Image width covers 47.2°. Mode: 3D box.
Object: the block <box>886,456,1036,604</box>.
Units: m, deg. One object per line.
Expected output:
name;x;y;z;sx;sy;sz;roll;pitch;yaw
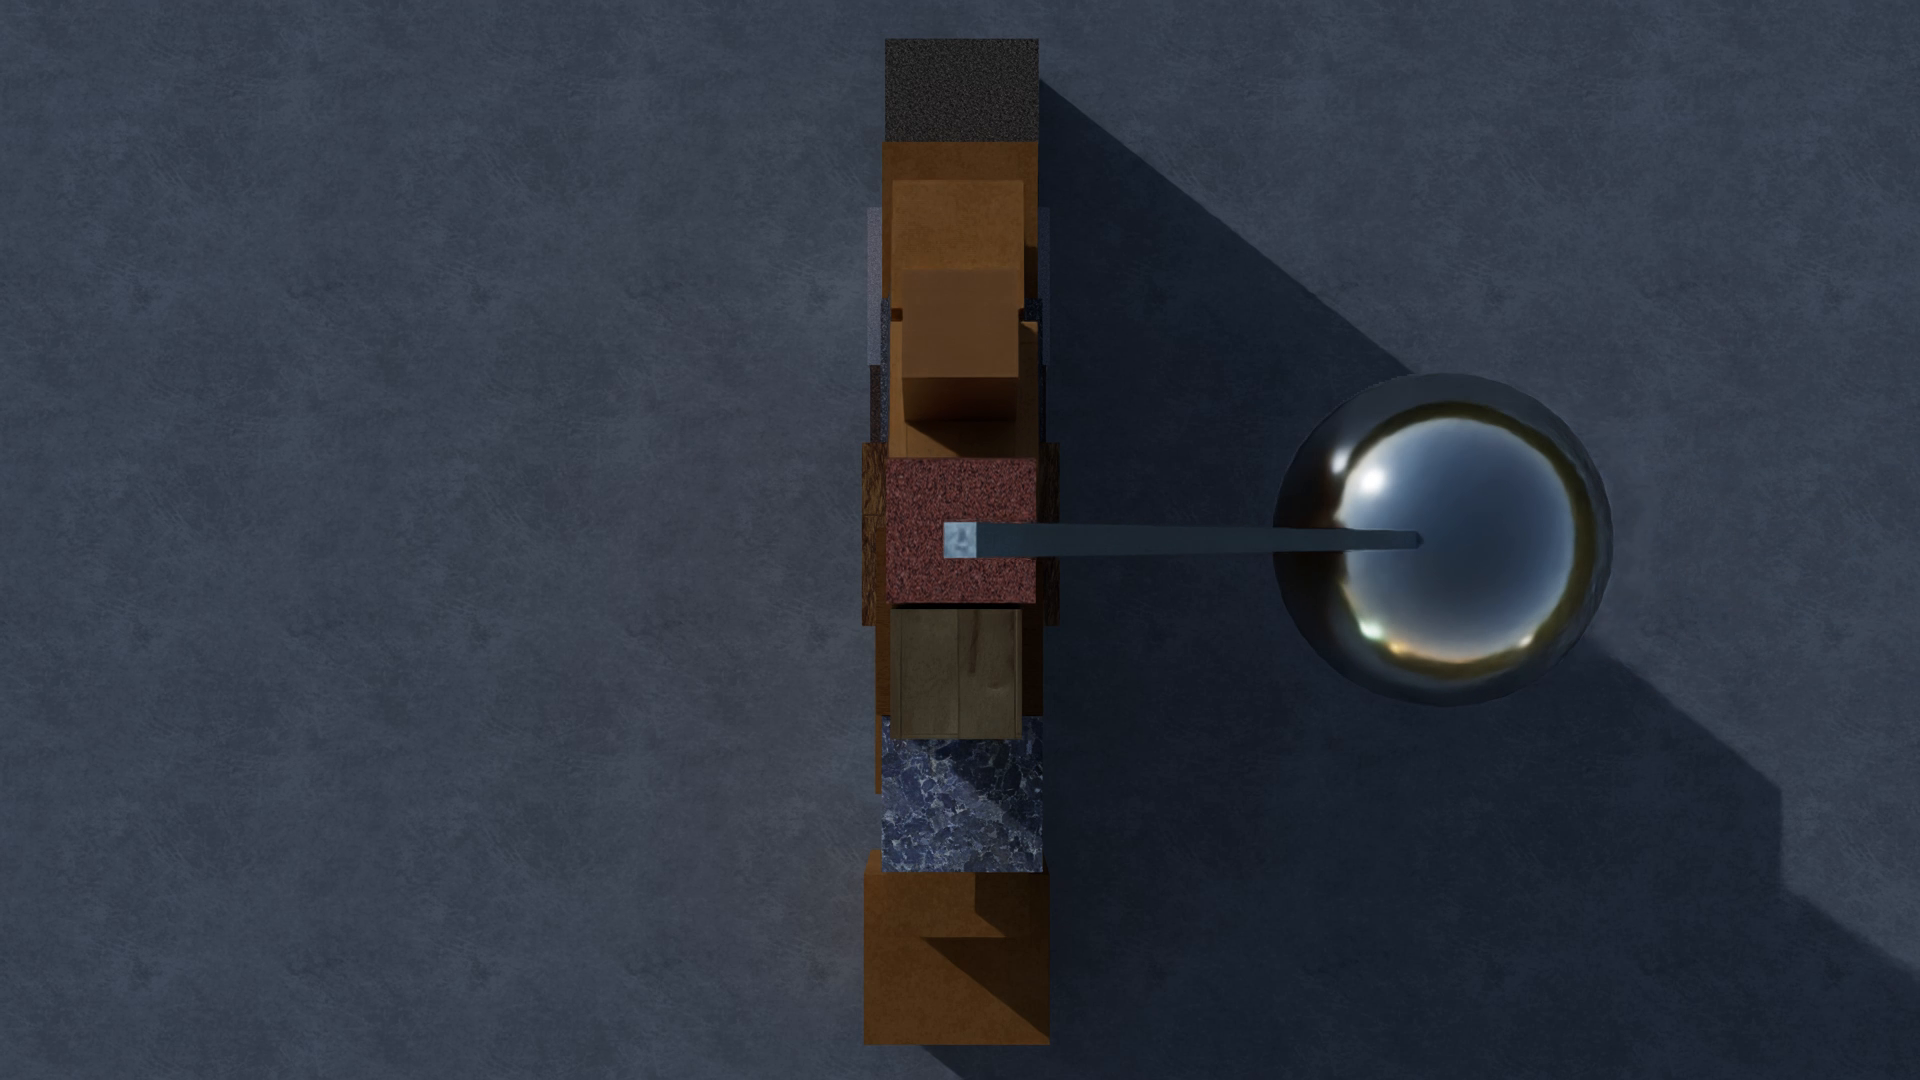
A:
block;0.004;-0.055;9.914;0.655;0.628;0.629;0;93;0

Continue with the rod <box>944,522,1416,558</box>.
rod;0.994;0.000;7.372;0.080;5.200;0.080;0;90;22

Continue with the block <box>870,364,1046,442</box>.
block;-0.010;-0.459;12.498;0.958;1.003;0.994;0;90;0

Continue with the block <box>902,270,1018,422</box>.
block;0.000;-0.888;10.112;0.520;0.561;0.524;0;73;0

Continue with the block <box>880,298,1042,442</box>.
block;0.008;-0.860;11.576;0.822;0.842;0.731;0;90;0

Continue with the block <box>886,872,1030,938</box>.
block;-0.011;1.667;11.663;0.732;0.715;0.755;0;89;0

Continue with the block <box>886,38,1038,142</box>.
block;0.011;-2.302;12.550;0.846;0.900;0.913;0;90;0

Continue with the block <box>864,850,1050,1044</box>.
block;-0.018;2.295;12.509;1.016;0.981;0.928;0;90;0

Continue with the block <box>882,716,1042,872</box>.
block;0.009;1.196;10.741;0.758;0.775;0.735;0;90;0

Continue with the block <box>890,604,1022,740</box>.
block;-0.017;0.586;9.930;0.575;0.629;0.568;0;90;0

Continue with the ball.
ball;2.295;0.000;10.513;1.600;1.600;1.600;0;90;0

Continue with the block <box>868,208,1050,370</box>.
block;-0.008;-1.401;12.567;1.006;0.866;0.870;0;90;0

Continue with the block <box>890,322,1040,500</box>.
block;0.019;-0.562;10.645;0.698;0.650;0.792;0;73;0

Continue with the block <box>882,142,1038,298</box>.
block;0.000;-1.637;11.683;0.797;0.840;0.814;0;91;0

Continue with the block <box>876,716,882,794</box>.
block;-0.005;0.863;11.630;0.846;1.005;0.845;0;90;0

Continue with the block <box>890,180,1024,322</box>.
block;-0.011;-1.323;10.860;0.636;0.608;0.692;0;70;0

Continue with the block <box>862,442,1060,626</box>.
block;0.004;-0.028;11.479;0.985;1.036;0.914;0;90;0

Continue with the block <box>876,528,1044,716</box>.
block;-0.001;0.379;10.603;0.777;0.716;0.874;0;90;0
